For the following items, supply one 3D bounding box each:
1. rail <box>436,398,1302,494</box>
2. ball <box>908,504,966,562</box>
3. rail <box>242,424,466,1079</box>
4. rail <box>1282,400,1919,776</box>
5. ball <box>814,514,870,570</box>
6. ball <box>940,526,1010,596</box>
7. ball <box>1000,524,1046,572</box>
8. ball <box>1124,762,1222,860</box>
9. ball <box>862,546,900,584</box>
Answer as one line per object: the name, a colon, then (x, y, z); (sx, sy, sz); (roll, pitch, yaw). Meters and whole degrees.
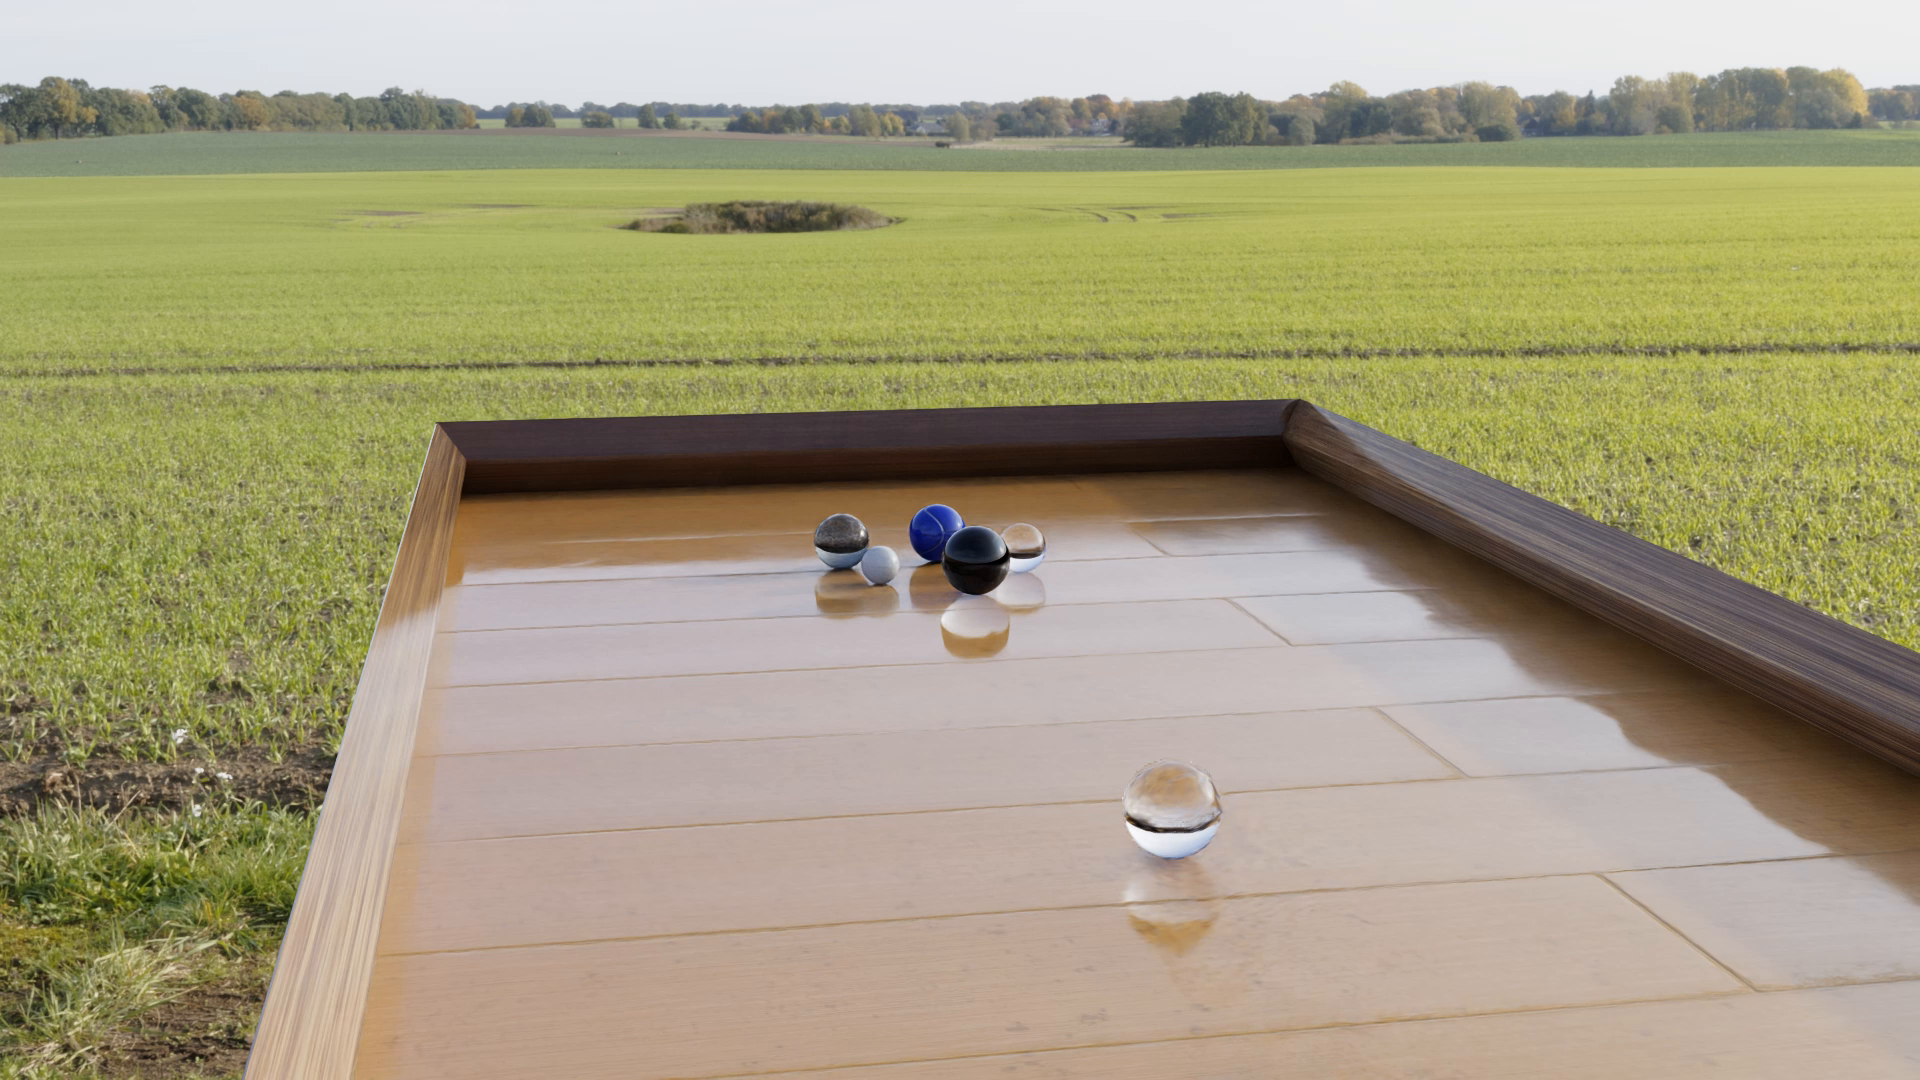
rail: (-0.119, -0.150, 3.548); (1.415, 0.114, 0.045); (-2, 12, -10)
ball: (-0.031, -0.009, 2.965); (0.078, 0.078, 0.078); (0, 12, 0)
rail: (-0.548, 0.136, 2.168); (0.045, 0.114, 2.658); (-2, 12, -10)
rail: (0.795, 0.085, 2.416); (0.045, 0.114, 2.658); (-2, 12, -10)
ball: (-0.157, 0.002, 2.920); (0.074, 0.074, 0.074); (0, 12, 0)
ball: (0.020, 0.026, 2.771); (0.088, 0.088, 0.088); (0, 12, 0)
ball: (0.081, 0.010, 2.900); (0.066, 0.066, 0.066); (0, 12, 0)
ball: (0.177, 0.224, 1.828); (0.081, 0.081, 0.081); (0, 12, 0)
ball: (-0.103, 0.032, 2.834); (0.050, 0.050, 0.050); (0, 12, 0)
